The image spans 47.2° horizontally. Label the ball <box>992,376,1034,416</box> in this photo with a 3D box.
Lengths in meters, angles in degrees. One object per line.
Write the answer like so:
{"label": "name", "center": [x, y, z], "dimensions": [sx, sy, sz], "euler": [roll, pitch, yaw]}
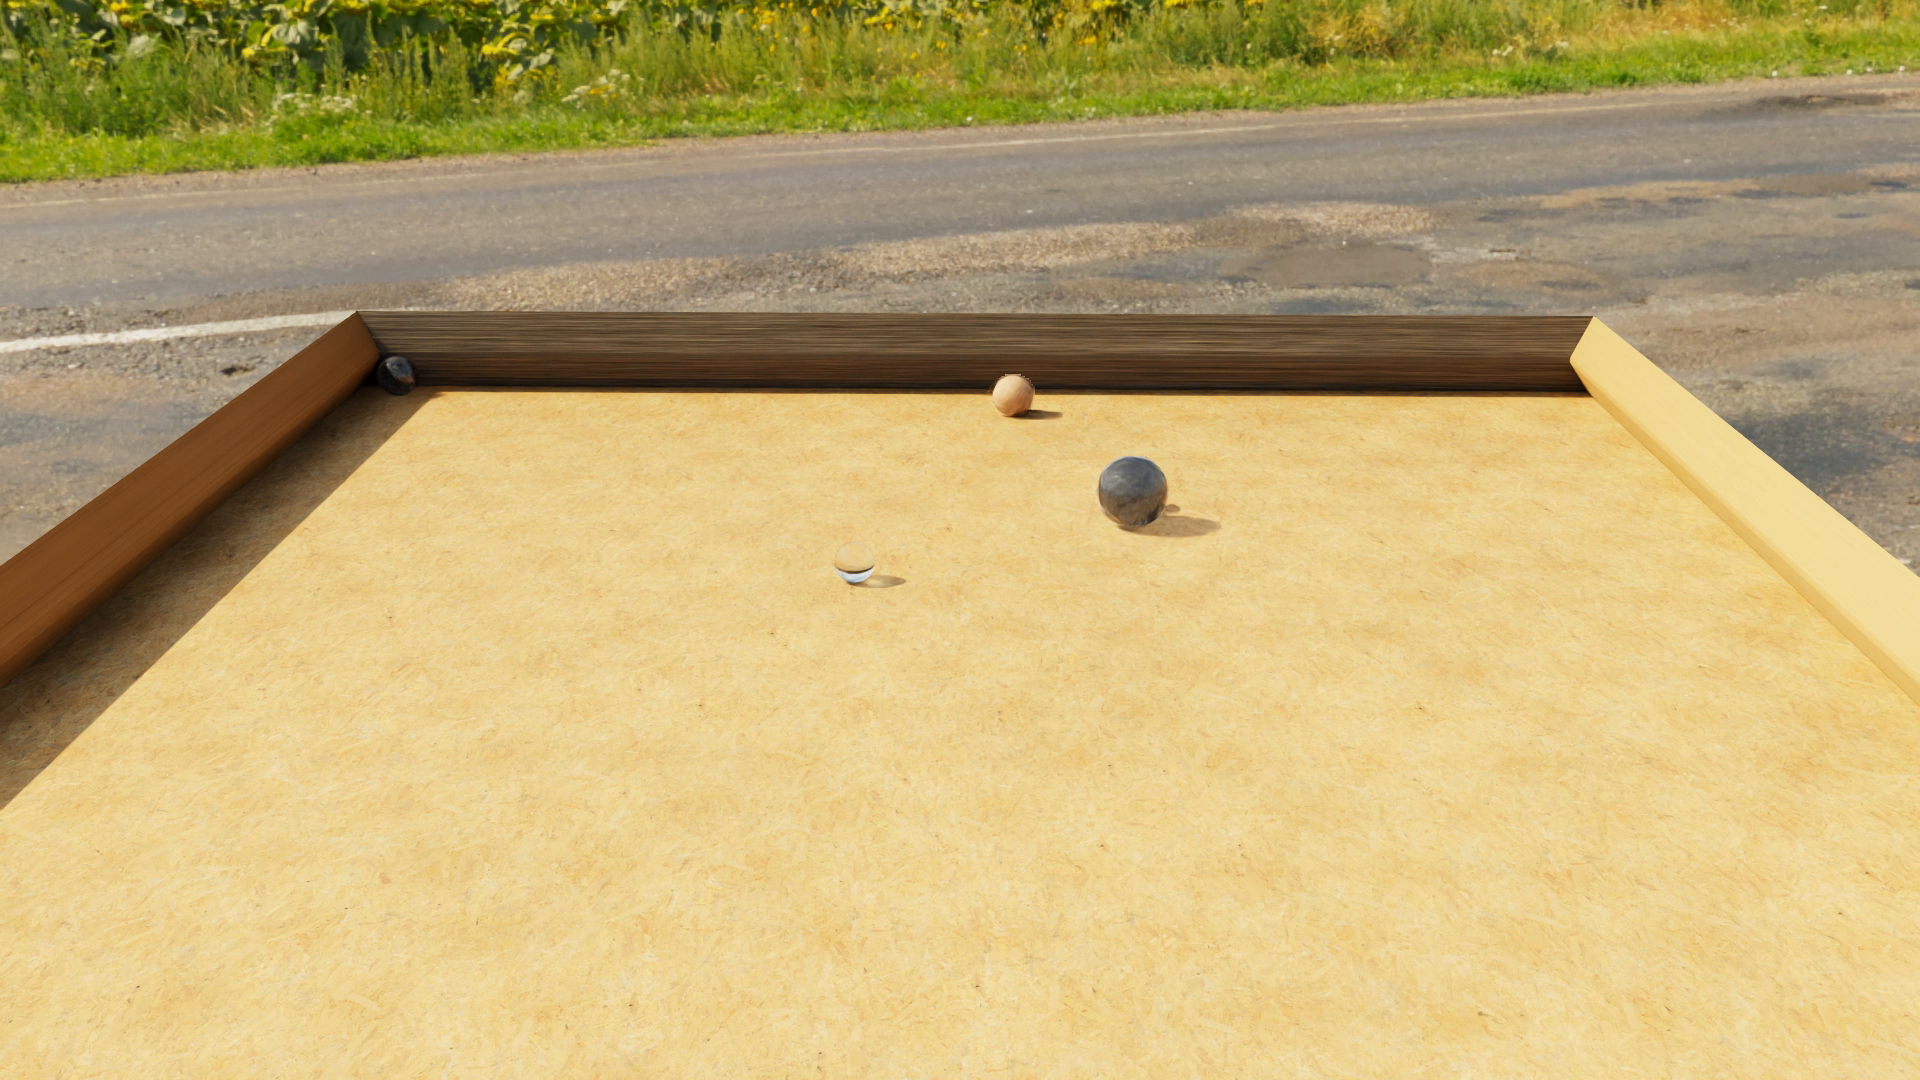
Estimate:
{"label": "ball", "center": [0.082, -0.224, 3.412], "dimensions": [0.063, 0.063, 0.063], "euler": [0, 18, 0]}

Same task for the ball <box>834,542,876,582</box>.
{"label": "ball", "center": [-0.127, 0.027, 2.642], "dimensions": [0.050, 0.050, 0.050], "euler": [0, 18, 0]}

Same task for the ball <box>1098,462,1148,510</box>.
{"label": "ball", "center": [0.217, -0.072, 2.930], "dimensions": [0.065, 0.065, 0.065], "euler": [0, 18, 0]}

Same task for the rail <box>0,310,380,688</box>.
{"label": "rail", "center": [-0.997, 0.246, 1.821], "dimensions": [0.045, 0.123, 3.716], "euler": [0, 18, 1]}

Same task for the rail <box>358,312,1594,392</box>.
{"label": "rail", "center": [0.019, -0.300, 3.550], "dimensions": [2.002, 0.123, 0.045], "euler": [0, 18, 1]}

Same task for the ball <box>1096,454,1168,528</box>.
{"label": "ball", "center": [0.223, -0.063, 2.850], "dimensions": [0.095, 0.095, 0.095], "euler": [0, 18, 0]}

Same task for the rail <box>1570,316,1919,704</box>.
{"label": "rail", "center": [0.958, 0.259, 1.781], "dimensions": [0.045, 0.123, 3.716], "euler": [0, 18, 1]}

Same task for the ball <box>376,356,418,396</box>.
{"label": "ball", "center": [-0.905, -0.264, 3.536], "dimensions": [0.065, 0.065, 0.065], "euler": [0, 18, 0]}
